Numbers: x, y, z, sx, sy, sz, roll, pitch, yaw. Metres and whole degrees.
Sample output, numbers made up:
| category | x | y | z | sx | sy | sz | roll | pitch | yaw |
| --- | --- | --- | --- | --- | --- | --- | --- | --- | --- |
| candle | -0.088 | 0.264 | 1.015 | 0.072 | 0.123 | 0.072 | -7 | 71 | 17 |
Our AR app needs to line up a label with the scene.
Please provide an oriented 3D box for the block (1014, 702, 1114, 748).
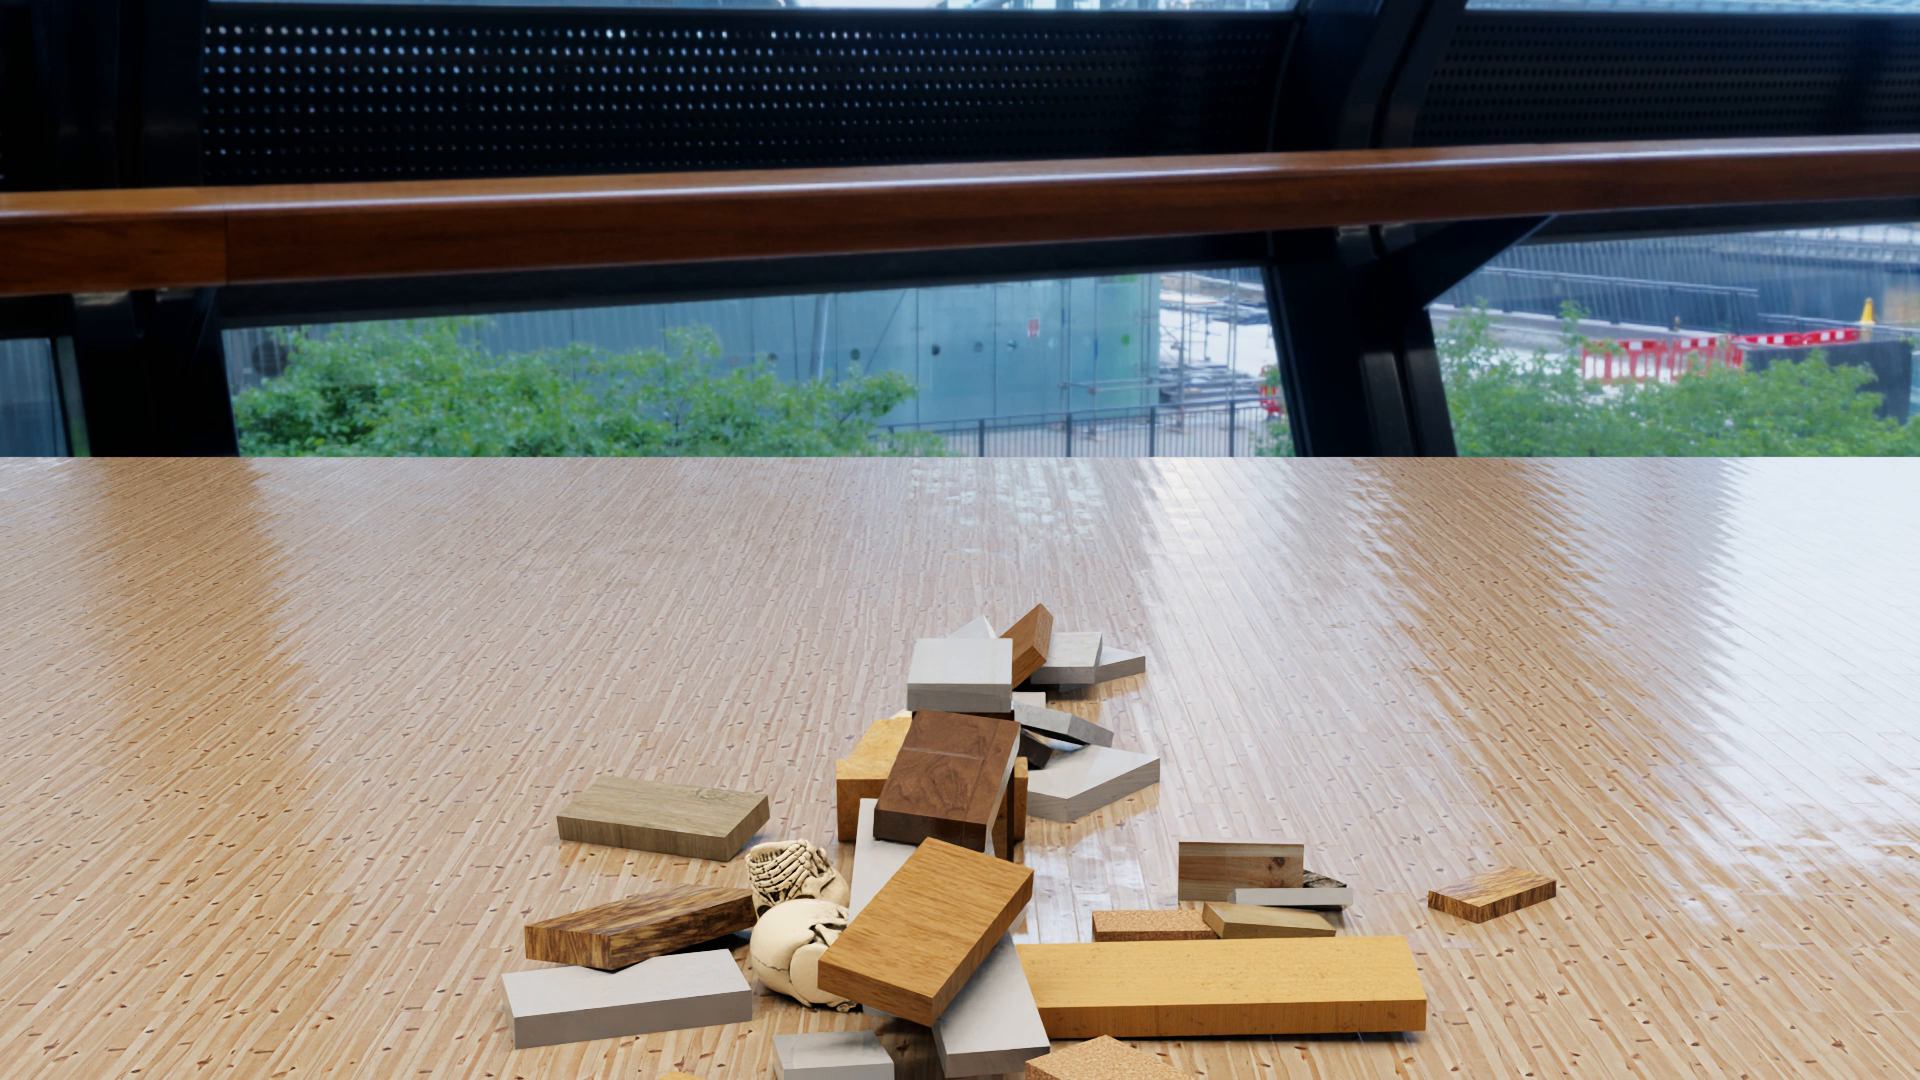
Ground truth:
| category | x | y | z | sx | sy | sz | roll | pitch | yaw |
| --- | --- | --- | --- | --- | --- | --- | --- | --- | --- |
| block | 0.197 | 0.373 | 4.406 | 0.144 | 0.041 | 0.287 | 11 | -8 | 23 |

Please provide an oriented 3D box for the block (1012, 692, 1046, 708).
| category | x | y | z | sx | sy | sz | roll | pitch | yaw |
| --- | --- | --- | --- | --- | --- | --- | --- | --- | --- |
| block | 0.042 | 0.366 | 4.764 | 0.284 | 0.040 | 0.142 | 0 | 11 | 2 |

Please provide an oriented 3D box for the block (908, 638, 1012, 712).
| category | x | y | z | sx | sy | sz | roll | pitch | yaw |
| --- | --- | --- | --- | --- | --- | --- | --- | --- | --- |
| block | 0.003 | 0.224 | 3.682 | 0.166 | 0.047 | 0.333 | 0 | 10 | 2 |

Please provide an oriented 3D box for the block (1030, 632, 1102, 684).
| category | x | y | z | sx | sy | sz | roll | pitch | yaw |
| --- | --- | --- | --- | --- | --- | --- | --- | --- | --- |
| block | 0.246 | 0.269 | 5.044 | 0.142 | 0.040 | 0.284 | -1 | 13 | 8 |

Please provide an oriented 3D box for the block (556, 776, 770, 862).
| category | x | y | z | sx | sy | sz | roll | pitch | yaw |
| --- | --- | --- | --- | --- | --- | --- | --- | --- | --- |
| block | -0.532 | 0.498 | 3.952 | 0.340 | 0.047 | 0.167 | 4 | 22 | 22 |

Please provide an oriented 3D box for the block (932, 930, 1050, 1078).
| category | x | y | z | sx | sy | sz | roll | pitch | yaw |
| --- | --- | --- | --- | --- | --- | --- | --- | --- | --- |
| block | 0.023 | 0.621 | 2.988 | 0.138 | 0.039 | 0.275 | -2 | 26 | -11 |

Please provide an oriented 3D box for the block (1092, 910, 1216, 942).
| category | x | y | z | sx | sy | sz | roll | pitch | yaw |
| --- | --- | --- | --- | --- | --- | --- | --- | --- | --- |
| block | 0.306 | 0.613 | 3.472 | 0.187 | 0.027 | 0.094 | 0 | 11 | -1 |

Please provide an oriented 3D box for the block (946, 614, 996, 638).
| category | x | y | z | sx | sy | sz | roll | pitch | yaw |
| --- | --- | --- | --- | --- | --- | --- | --- | --- | --- |
| block | 0.006 | 0.270 | 5.037 | 0.167 | 0.047 | 0.335 | -33 | 11 | 3 |

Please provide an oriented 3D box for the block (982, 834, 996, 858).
| category | x | y | z | sx | sy | sz | roll | pitch | yaw |
| --- | --- | --- | --- | --- | --- | --- | --- | --- | --- |
| block | -0.021 | 0.494 | 3.247 | 0.147 | 0.042 | 0.293 | 1 | 26 | -6 |

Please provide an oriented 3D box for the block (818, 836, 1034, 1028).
| category | x | y | z | sx | sy | sz | roll | pitch | yaw |
| --- | --- | --- | --- | --- | --- | --- | --- | --- | --- |
| block | -0.041 | 0.523 | 2.974 | 0.165 | 0.047 | 0.330 | 14 | 28 | 21 |

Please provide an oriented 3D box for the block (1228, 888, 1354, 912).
| category | x | y | z | sx | sy | sz | roll | pitch | yaw |
| --- | --- | --- | --- | --- | --- | --- | --- | --- | --- |
| block | 0.531 | 0.580 | 3.542 | 0.187 | 0.027 | 0.094 | 0 | -16 | -2 |

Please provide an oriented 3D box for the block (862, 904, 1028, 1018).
| category | x | y | z | sx | sy | sz | roll | pitch | yaw |
| --- | --- | --- | --- | --- | --- | --- | --- | --- | --- |
| block | -0.019 | 0.593 | 3.183 | 0.147 | 0.042 | 0.293 | -3 | 21 | 23 |

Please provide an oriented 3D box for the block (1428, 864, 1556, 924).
| category | x | y | z | sx | sy | sz | roll | pitch | yaw |
| --- | --- | --- | --- | --- | --- | --- | --- | --- | --- |
| block | 0.879 | 0.583 | 3.628 | 0.204 | 0.029 | 0.102 | -8 | 13 | -38 |

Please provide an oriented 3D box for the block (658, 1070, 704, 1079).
| category | x | y | z | sx | sy | sz | roll | pitch | yaw |
| --- | --- | --- | --- | --- | --- | --- | --- | --- | --- |
| block | -0.290 | 0.740 | 2.749 | 0.290 | 0.041 | 0.145 | 6 | 12 | 31 |

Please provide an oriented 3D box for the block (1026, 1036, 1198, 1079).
| category | x | y | z | sx | sy | sz | roll | pitch | yaw |
| --- | --- | --- | --- | --- | --- | --- | --- | --- | --- |
| block | 0.222 | 0.699 | 2.752 | 0.138 | 0.039 | 0.275 | -8 | 13 | -37 |

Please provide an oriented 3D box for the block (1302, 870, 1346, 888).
| category | x | y | z | sx | sy | sz | roll | pitch | yaw |
| --- | --- | --- | --- | --- | --- | --- | --- | --- | --- |
| block | 0.591 | 0.577 | 3.697 | 0.054 | 0.015 | 0.109 | -8 | 13 | -38 |

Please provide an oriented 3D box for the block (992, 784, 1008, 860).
| category | x | y | z | sx | sy | sz | roll | pitch | yaw |
| --- | --- | --- | --- | --- | --- | --- | --- | --- | --- |
| block | 0.000 | 0.469 | 3.514 | 0.147 | 0.293 | 0.042 | -1 | 11 | -4 |

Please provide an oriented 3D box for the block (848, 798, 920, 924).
| category | x | y | z | sx | sy | sz | roll | pitch | yaw |
| --- | --- | --- | --- | --- | --- | --- | --- | --- | --- |
| block | -0.071 | 0.494 | 3.139 | 0.165 | 0.047 | 0.376 | 3 | 26 | -1 |

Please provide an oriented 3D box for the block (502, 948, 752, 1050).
| category | x | y | z | sx | sy | sz | roll | pitch | yaw |
| --- | --- | --- | --- | --- | --- | --- | --- | --- | --- |
| block | -0.482 | 0.659 | 3.169 | 0.334 | 0.047 | 0.167 | -3 | 11 | -17 |

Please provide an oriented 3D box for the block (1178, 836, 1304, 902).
| category | x | y | z | sx | sy | sz | roll | pitch | yaw |
| --- | --- | --- | --- | --- | --- | --- | --- | --- | --- |
| block | 0.463 | 0.545 | 3.633 | 0.204 | 0.102 | 0.029 | 1 | 11 | 4 |

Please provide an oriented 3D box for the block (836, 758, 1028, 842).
| category | x | y | z | sx | sy | sz | roll | pitch | yaw |
| --- | --- | --- | --- | --- | --- | --- | --- | --- | --- |
| block | -0.050 | 0.461 | 3.906 | 0.335 | 0.167 | 0.047 | 0 | 43 | -2 |

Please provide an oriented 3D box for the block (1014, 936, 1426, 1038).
| category | x | y | z | sx | sy | sz | roll | pitch | yaw |
| --- | --- | --- | --- | --- | --- | --- | --- | --- | --- |
| block | 0.328 | 0.639 | 3.143 | 0.642 | 0.050 | 0.176 | -2 | 19 | 1 |

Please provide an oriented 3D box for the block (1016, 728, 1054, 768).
| category | x | y | z | sx | sy | sz | roll | pitch | yaw |
| --- | --- | --- | --- | --- | --- | --- | --- | --- | --- |
| block | 0.071 | 0.371 | 4.331 | 0.144 | 0.041 | 0.287 | 28 | -1 | -17 |

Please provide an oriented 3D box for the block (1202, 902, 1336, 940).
| category | x | y | z | sx | sy | sz | roll | pitch | yaw |
| --- | --- | --- | --- | --- | --- | --- | --- | --- | --- |
| block | 0.484 | 0.602 | 3.450 | 0.187 | 0.027 | 0.094 | 7 | 9 | -15 |

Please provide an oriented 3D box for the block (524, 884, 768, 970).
| category | x | y | z | sx | sy | sz | roll | pitch | yaw |
| --- | --- | --- | --- | --- | --- | --- | --- | --- | --- |
| block | -0.478 | 0.590 | 3.380 | 0.176 | 0.050 | 0.352 | -1 | 2 | 35 |

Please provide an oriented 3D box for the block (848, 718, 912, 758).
| category | x | y | z | sx | sy | sz | roll | pitch | yaw |
| --- | --- | --- | --- | --- | --- | --- | --- | --- | --- |
| block | -0.137 | 0.401 | 4.157 | 0.117 | 0.033 | 0.234 | -4 | 20 | 18 |

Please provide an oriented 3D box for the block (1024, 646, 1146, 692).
| category | x | y | z | sx | sy | sz | roll | pitch | yaw |
| --- | --- | --- | --- | --- | --- | --- | --- | --- | --- |
| block | 0.283 | 0.299 | 5.126 | 0.284 | 0.040 | 0.142 | -9 | 14 | -41 |

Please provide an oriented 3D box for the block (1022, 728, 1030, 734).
| category | x | y | z | sx | sy | sz | roll | pitch | yaw |
| --- | --- | --- | --- | --- | --- | --- | --- | --- | --- |
| block | 0.051 | 0.411 | 4.540 | 0.117 | 0.033 | 0.234 | 4 | 11 | 21 |

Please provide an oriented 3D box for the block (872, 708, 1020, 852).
| category | x | y | z | sx | sy | sz | roll | pitch | yaw |
| --- | --- | --- | --- | --- | --- | --- | --- | --- | --- |
| block | -0.016 | 0.359 | 3.325 | 0.165 | 0.047 | 0.330 | 7 | 23 | 8 |

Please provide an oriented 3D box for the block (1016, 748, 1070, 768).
| category | x | y | z | sx | sy | sz | roll | pitch | yaw |
| --- | --- | --- | --- | --- | --- | --- | --- | --- | --- |
| block | 0.044 | 0.462 | 4.218 | 0.117 | 0.033 | 0.490 | 8 | 11 | 30 |

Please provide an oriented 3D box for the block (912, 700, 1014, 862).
| category | x | y | z | sx | sy | sz | roll | pitch | yaw |
| --- | --- | --- | --- | --- | --- | --- | --- | --- | --- |
| block | 0.005 | 0.430 | 3.611 | 0.167 | 0.333 | 0.047 | 0 | 14 | 0 |

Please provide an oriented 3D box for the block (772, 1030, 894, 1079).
| category | x | y | z | sx | sy | sz | roll | pitch | yaw |
| --- | --- | --- | --- | --- | --- | --- | --- | --- | --- |
| block | -0.169 | 0.684 | 2.872 | 0.138 | 0.039 | 0.275 | -2 | -4 | -8 |

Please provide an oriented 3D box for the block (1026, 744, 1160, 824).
| category | x | y | z | sx | sy | sz | roll | pitch | yaw |
| --- | --- | --- | --- | --- | --- | --- | --- | --- | --- |
| block | 0.226 | 0.464 | 4.217 | 0.167 | 0.047 | 0.334 | 7 | 13 | 35 |

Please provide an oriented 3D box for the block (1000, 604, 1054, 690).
| category | x | y | z | sx | sy | sz | roll | pitch | yaw |
| --- | --- | --- | --- | --- | --- | --- | --- | --- | --- |
| block | 0.128 | 0.261 | 5.040 | 0.167 | 0.047 | 0.445 | -41 | 5 | 10 |
